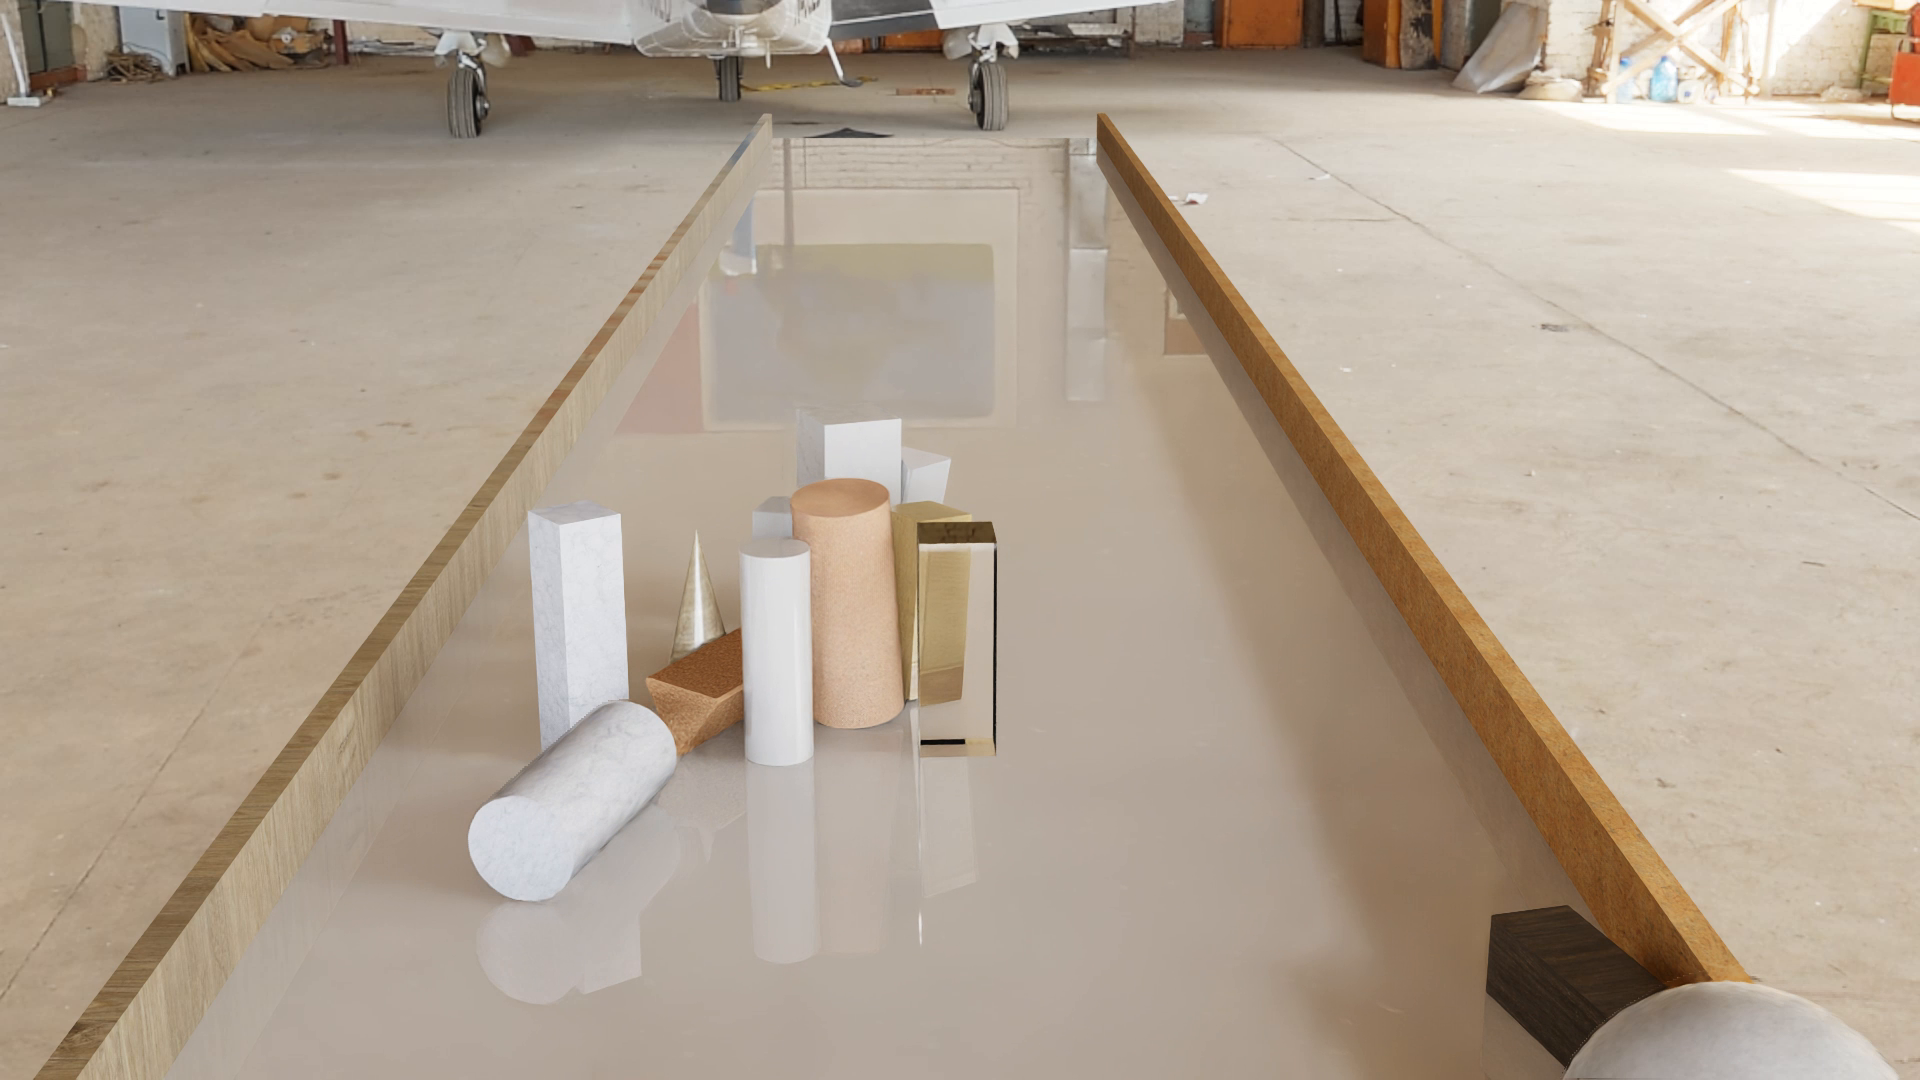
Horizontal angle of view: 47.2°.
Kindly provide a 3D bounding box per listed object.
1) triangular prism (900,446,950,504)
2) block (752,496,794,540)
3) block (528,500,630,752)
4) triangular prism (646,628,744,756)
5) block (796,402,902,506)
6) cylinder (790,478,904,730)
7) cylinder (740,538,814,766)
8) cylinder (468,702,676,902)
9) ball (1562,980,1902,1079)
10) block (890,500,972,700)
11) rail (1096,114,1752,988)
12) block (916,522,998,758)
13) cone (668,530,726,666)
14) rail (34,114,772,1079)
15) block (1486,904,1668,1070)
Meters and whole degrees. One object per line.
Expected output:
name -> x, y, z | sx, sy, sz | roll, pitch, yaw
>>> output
triangular prism -> -0.131, -0.035, 4.732 | 0.112, 0.330, 0.129 | 28, 29, 33
block -> -0.336, 0.083, 4.393 | 0.117, 0.316, 0.117 | 4, 17, 13
block -> -0.672, 0.165, 3.893 | 0.118, 0.445, 0.118 | -12, 21, -36
triangular prism -> -0.432, 0.246, 4.054 | 0.131, 0.151, 0.355 | 43, 30, 10
block -> -0.235, -0.051, 4.621 | 0.168, 0.440, 0.168 | -6, 18, -23
cylinder -> -0.205, 0.117, 4.046 | 0.179, 0.427, 0.179 | -3, 24, 1
cylinder -> -0.323, 0.198, 3.886 | 0.123, 0.384, 0.123 | 0, 17, 0
cylinder -> -0.614, 0.413, 3.534 | 0.174, 0.174, 0.417 | 4, 17, 14
ball -> 0.796, 0.645, 2.257 | 0.377, 0.377, 0.377 | 0, 17, 0
block -> -0.077, 0.113, 4.215 | 0.125, 0.350, 0.125 | -8, 18, -40
rail -> 0.932, -0.844, 7.801 | 0.050, 0.150, 12.000 | 0, 17, -1
block -> -0.007, 0.177, 3.934 | 0.135, 0.397, 0.135 | -1, 17, -3
cone -> -0.491, 0.142, 4.147 | 0.159, 0.342, 0.159 | 0, 17, 0
rail -> -1.118, -0.838, 7.780 | 0.050, 0.150, 12.000 | 0, 17, -1
block -> 0.851, 0.630, 2.900 | 0.119, 0.119, 0.411 | -5, 17, -15
